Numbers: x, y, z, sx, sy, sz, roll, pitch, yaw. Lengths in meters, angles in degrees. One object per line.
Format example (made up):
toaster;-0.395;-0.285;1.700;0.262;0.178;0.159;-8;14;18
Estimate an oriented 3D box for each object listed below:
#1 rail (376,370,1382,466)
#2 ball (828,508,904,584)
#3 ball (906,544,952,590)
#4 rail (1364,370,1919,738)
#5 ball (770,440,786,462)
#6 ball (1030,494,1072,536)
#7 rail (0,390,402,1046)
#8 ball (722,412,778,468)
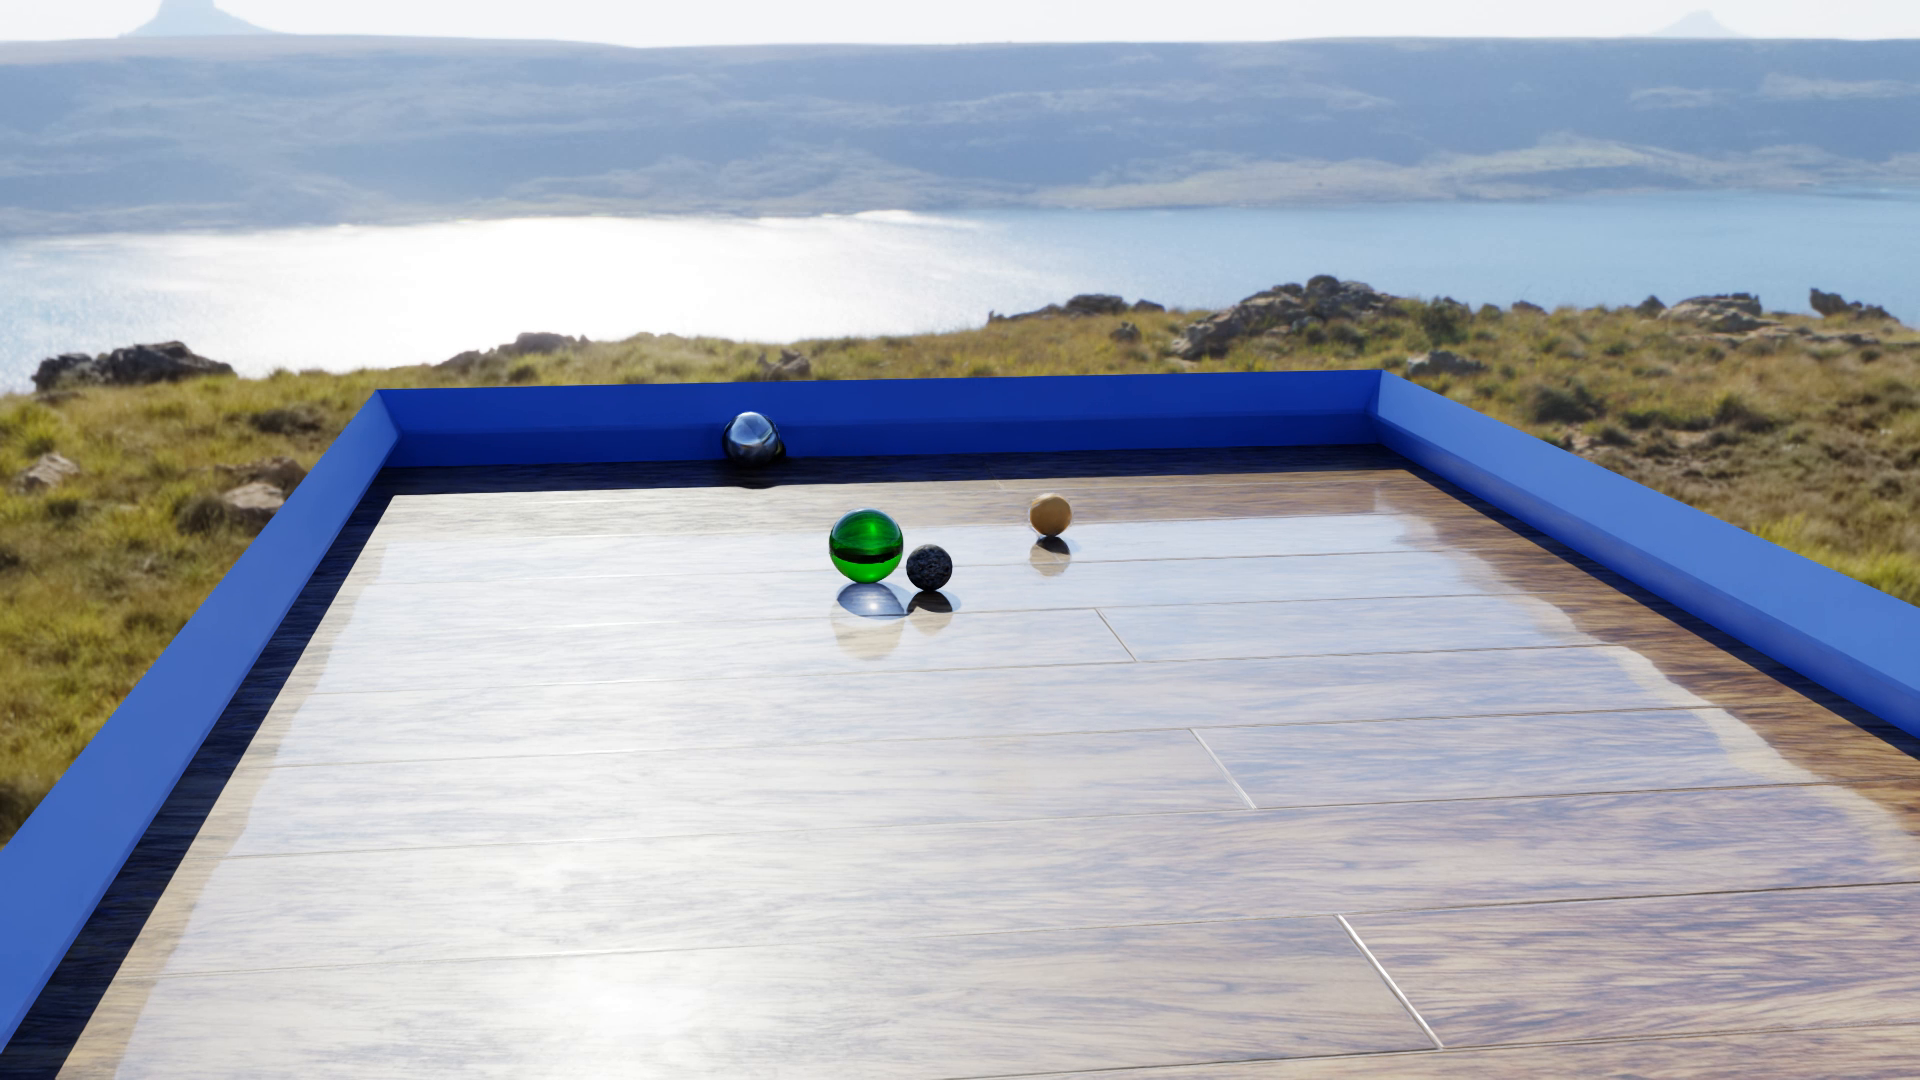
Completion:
rail;-0.108;-0.205;3.739;1.726;0.129;0.045;-2;13;-7
ball;-0.122;0.007;2.866;0.099;0.099;0.099;0;13;0
ball;-0.040;0.035;2.829;0.061;0.061;0.061;0;13;0
rail;0.943;0.127;2.259;0.045;0.129;3.334;-2;13;-7
ball;-0.314;-0.151;3.704;0.040;0.040;0.040;0;13;0
ball;0.130;-0.036;3.144;0.061;0.061;0.061;0;13;0
rail;-0.720;0.176;2.040;0.045;0.129;3.334;-2;13;-7
ball;-0.347;-0.165;3.646;0.093;0.093;0.093;0;13;0
